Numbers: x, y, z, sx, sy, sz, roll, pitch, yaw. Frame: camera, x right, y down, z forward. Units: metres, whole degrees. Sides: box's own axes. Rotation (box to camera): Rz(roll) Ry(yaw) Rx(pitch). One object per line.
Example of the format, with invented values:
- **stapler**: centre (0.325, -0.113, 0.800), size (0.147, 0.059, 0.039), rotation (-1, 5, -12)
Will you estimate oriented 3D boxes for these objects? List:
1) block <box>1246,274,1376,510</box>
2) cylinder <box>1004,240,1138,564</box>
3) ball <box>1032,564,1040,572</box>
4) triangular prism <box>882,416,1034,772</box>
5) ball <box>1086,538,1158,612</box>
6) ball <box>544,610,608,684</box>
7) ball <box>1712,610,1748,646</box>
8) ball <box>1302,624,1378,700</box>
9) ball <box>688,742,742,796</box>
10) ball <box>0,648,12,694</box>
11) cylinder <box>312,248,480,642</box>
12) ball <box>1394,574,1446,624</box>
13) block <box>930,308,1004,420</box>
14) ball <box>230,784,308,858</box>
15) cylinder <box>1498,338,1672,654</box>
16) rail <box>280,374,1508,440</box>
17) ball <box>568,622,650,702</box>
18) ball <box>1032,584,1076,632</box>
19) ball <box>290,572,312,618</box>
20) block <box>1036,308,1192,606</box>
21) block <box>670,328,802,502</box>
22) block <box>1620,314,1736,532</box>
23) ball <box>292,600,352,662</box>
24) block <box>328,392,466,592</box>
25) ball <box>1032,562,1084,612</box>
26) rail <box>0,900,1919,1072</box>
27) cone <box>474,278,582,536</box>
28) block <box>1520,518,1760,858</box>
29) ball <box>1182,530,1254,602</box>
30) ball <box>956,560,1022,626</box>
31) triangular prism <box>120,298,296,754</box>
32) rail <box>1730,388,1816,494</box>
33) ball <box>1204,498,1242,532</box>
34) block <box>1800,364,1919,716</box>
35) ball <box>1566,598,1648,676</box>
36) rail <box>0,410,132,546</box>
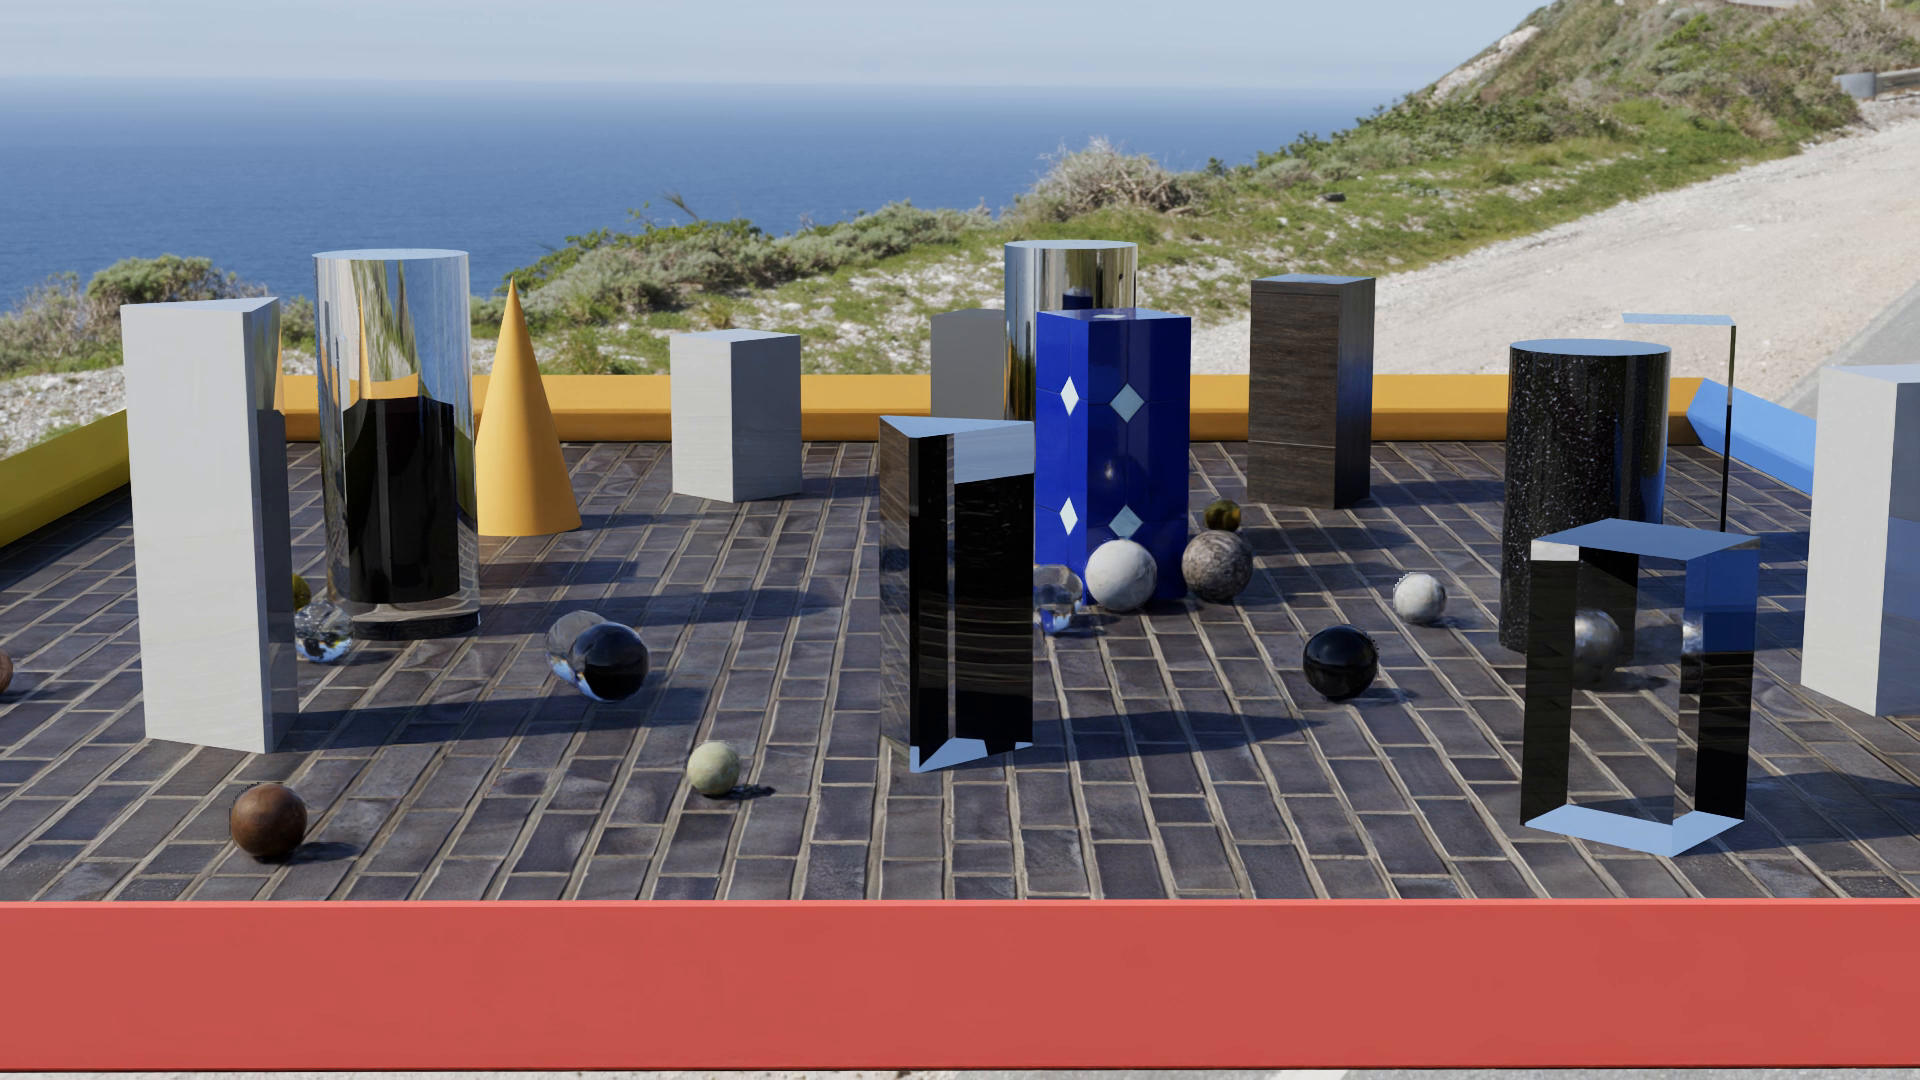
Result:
- **block**: centre (0.592, -0.253, 4.326), size (0.158, 0.374, 0.158), rotation (6, 12, 30)
- **cylinder**: centre (0.164, -0.208, 3.832), size (0.197, 0.465, 0.197), rotation (0, 10, 0)
- **ball**: centre (0.107, 0.056, 3.560), size (0.044, 0.044, 0.044), rotation (0, 10, 0)
- **triangular prism**: centre (-0.035, 0.049, 2.752), size (0.171, 0.353, 0.148), rotation (-9, 14, -42)
- **ball**: centre (0.218, 0.047, 3.460), size (0.098, 0.098, 0.098), rotation (0, 10, 0)
- **ball**: centre (-0.449, 0.128, 3.052), size (0.088, 0.088, 0.088), rotation (0, 10, 0)
- **ball**: centre (0.978, 0.112, 3.256), size (0.045, 0.045, 0.045), rotation (0, 10, 0)
- **ball**: centre (0.441, 0.142, 2.979), size (0.087, 0.087, 0.087), rotation (0, 10, 0)
- **ball**: centre (-0.248, 0.231, 2.589), size (0.055, 0.055, 0.055), rotation (0, 10, 0)
- **ball**: centre (-1.136, 0.152, 2.979), size (0.068, 0.068, 0.068), rotation (0, 10, 0)
- **cylinder**: centre (-0.731, -0.128, 3.337), size (0.197, 0.487, 0.197), rotation (0, 10, 0)
- **ball**: centre (0.607, 0.078, 3.380), size (0.067, 0.067, 0.067), rotation (0, 10, 0)
- **block**: centre (0.054, -0.252, 4.533), size (0.158, 0.296, 0.158), rotation (5, 12, 26)
- **ball**: centre (-0.643, 0.261, 2.385), size (0.069, 0.069, 0.069), rotation (0, 10, 0)
- **cylinder**: centre (0.787, -0.055, 3.236), size (0.197, 0.380, 0.197), rotation (0, 10, 0)
- **rail**: centre (-0.009, -0.255, 5.005), size (2.932, 0.128, 0.045), rotation (0, 10, 0)
- **ball**: centre (-0.406, 0.141, 2.965), size (0.094, 0.094, 0.094), rotation (0, 10, 0)
- **ball**: centre (0.118, 0.088, 3.317), size (0.063, 0.063, 0.063), rotation (0, 10, 0)
- **ball**: centre (-0.891, 0.076, 3.381), size (0.070, 0.070, 0.070), rotation (0, 10, 0)
- **block**: centre (0.211, -0.120, 3.568), size (0.158, 0.388, 0.158), rotation (-5, 12, -24)
- **block**: centre (-0.384, -0.217, 4.406), size (0.158, 0.272, 0.158), rotation (10, 14, 43)
- **block**: centre (1.065, -0.154, 3.842), size (0.158, 0.354, 0.158), rotation (2, 11, 13)
- **ball**: centre (-0.789, 0.113, 3.168), size (0.075, 0.075, 0.075), rotation (0, 10, 0)
- **block**: centre (-0.797, -0.070, 3.642), size (0.158, 0.263, 0.158), rotation (0, 11, -3)
- **ball**: centre (0.124, 0.070, 3.386), size (0.080, 0.080, 0.080), rotation (0, 10, 0)
- **rail**: centre (0.009, 0.321, 1.893), size (2.932, 0.128, 0.045), rotation (0, 10, 0)
- **cone**: centre (-0.705, -0.220, 4.076), size (0.197, 0.399, 0.197), rotation (0, 10, 0)
- **block**: centre (0.655, 0.137, 2.472), size (0.158, 0.282, 0.158), rotation (9, 14, 40)
- **ball**: centre (0.354, 0.035, 3.526), size (0.099, 0.099, 0.099), rotation (0, 10, 0)
- **ball**: centre (0.038, 0.069, 3.373), size (0.087, 0.087, 0.087), rotation (0, 10, 0)
- **triangular prism**: centre (-0.786, -0.023, 2.808), size (0.171, 0.474, 0.148), rotation (5, 12, 25)
- **rail**: centre (1.442, 0.031, 3.457), size (0.045, 0.128, 3.212), rotation (0, 10, 0)
- **ball**: centre (0.412, -0.036, 4.019), size (0.058, 0.058, 0.058), rotation (0, 10, 0)
- **block**: centre (1.095, -0.004, 2.962), size (0.158, 0.380, 0.158), rotation (-2, 11, -12)
- **ball**: centre (0.779, 0.117, 3.090), size (0.096, 0.096, 0.096), rotation (0, 10, 0)
- **rail**: centre (-1.442, 0.034, 3.441), size (0.045, 0.128, 3.212), rotation (0, 10, 0)
